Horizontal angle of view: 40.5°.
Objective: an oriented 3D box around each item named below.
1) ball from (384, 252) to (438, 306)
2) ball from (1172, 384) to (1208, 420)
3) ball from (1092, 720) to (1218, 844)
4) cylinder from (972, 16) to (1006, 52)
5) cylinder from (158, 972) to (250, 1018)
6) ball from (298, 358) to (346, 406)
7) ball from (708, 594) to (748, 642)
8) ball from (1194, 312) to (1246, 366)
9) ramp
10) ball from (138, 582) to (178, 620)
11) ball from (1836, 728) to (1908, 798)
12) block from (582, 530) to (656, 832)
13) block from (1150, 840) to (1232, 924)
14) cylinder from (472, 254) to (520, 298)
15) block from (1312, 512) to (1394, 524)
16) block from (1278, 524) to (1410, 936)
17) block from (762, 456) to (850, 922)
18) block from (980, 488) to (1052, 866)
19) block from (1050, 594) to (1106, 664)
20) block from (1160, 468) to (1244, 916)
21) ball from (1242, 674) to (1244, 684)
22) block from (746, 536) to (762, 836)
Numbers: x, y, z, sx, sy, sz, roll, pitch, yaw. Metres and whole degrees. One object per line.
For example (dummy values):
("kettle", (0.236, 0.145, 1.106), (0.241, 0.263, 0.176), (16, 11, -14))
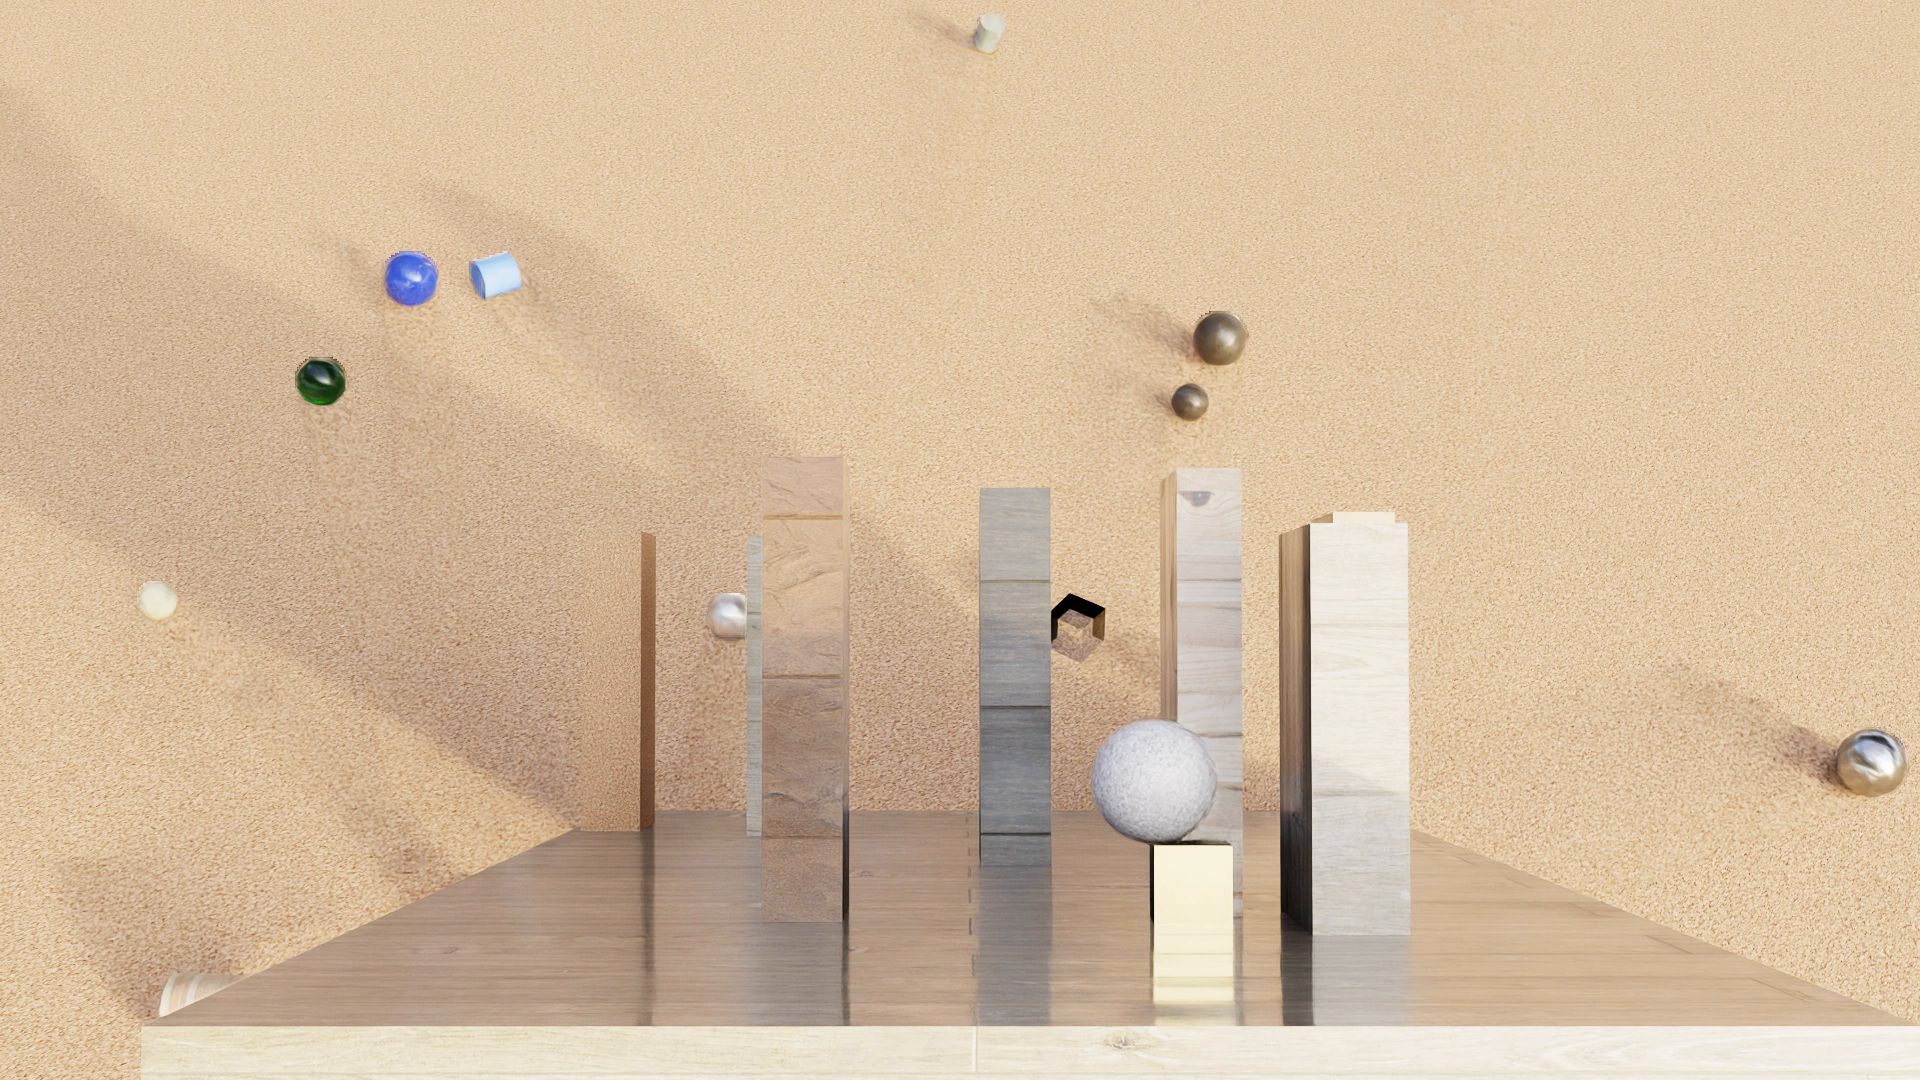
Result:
("ball", (-1.914, -0.906, 9.064), (0.187, 0.187, 0.187), (0, 37, 0))
("ball", (0.753, -0.451, 8.508), (0.122, 0.122, 0.122), (0, 37, 0))
("ball", (0.304, 0.377, 4.063), (0.194, 0.194, 0.194), (0, 37, 0))
("cylinder", (0.117, -2.074, 10.658), (0.107, 0.107, 0.107), (13, 47, -14))
("cylinder", (-1.804, 1.153, 6.295), (0.203, 0.203, 0.203), (1, 37, 2))
("ball", (-2.103, -0.520, 8.570), (0.158, 0.158, 0.158), (0, 37, 0))
("ball", (-0.668, 0.228, 7.588), (0.137, 0.137, 0.137), (0, 37, 0))
("ball", (0.875, -0.675, 8.760), (0.181, 0.181, 0.181), (0, 37, 0))
("ramp", (0.081, 0.682, 4.917), (2.000, 0.100, 4.000), (0, -2, 0))
("ball", (-2.367, 0.180, 7.676), (0.110, 0.110, 0.110), (0, 37, 0))
("ball", (2.468, 0.604, 7.046), (0.184, 0.184, 0.184), (0, 37, 0))
("block", (-0.821, 0.338, 6.275), (0.138, 0.706, 0.297), (0, -2, 0))
("block", (0.362, 0.536, 4.083), (0.121, 0.121, 0.121), (0, -2, 1))
("cylinder", (-1.629, -0.926, 9.137), (0.130, 0.130, 0.130), (-19, 41, -24))
("block", (0.949, 0.317, 6.289), (0.145, 0.749, 0.383), (0, -2, 0))
("block", (0.597, 0.289, 4.072), (0.145, 0.613, 0.392), (0, -2, 0))
("block", (-0.247, 0.237, 4.194), (0.126, 0.727, 0.248), (0, -2, 0))
("block", (0.110, 0.277, 5.325), (0.139, 0.746, 0.369), (0, -2, 0))
("block", (0.336, 0.255, 7.563), (0.124, 0.124, 0.124), (23, 42, 28))
("block", (0.399, 0.250, 4.336), (0.103, 0.715, 0.360), (0, -2, 0))
("ball", (0.707, 0.390, 7.335), (0.182, 0.182, 0.182), (0, 37, 0))
("block", (-0.445, 0.342, 6.169), (0.087, 0.689, 0.395), (0, -2, 0))
